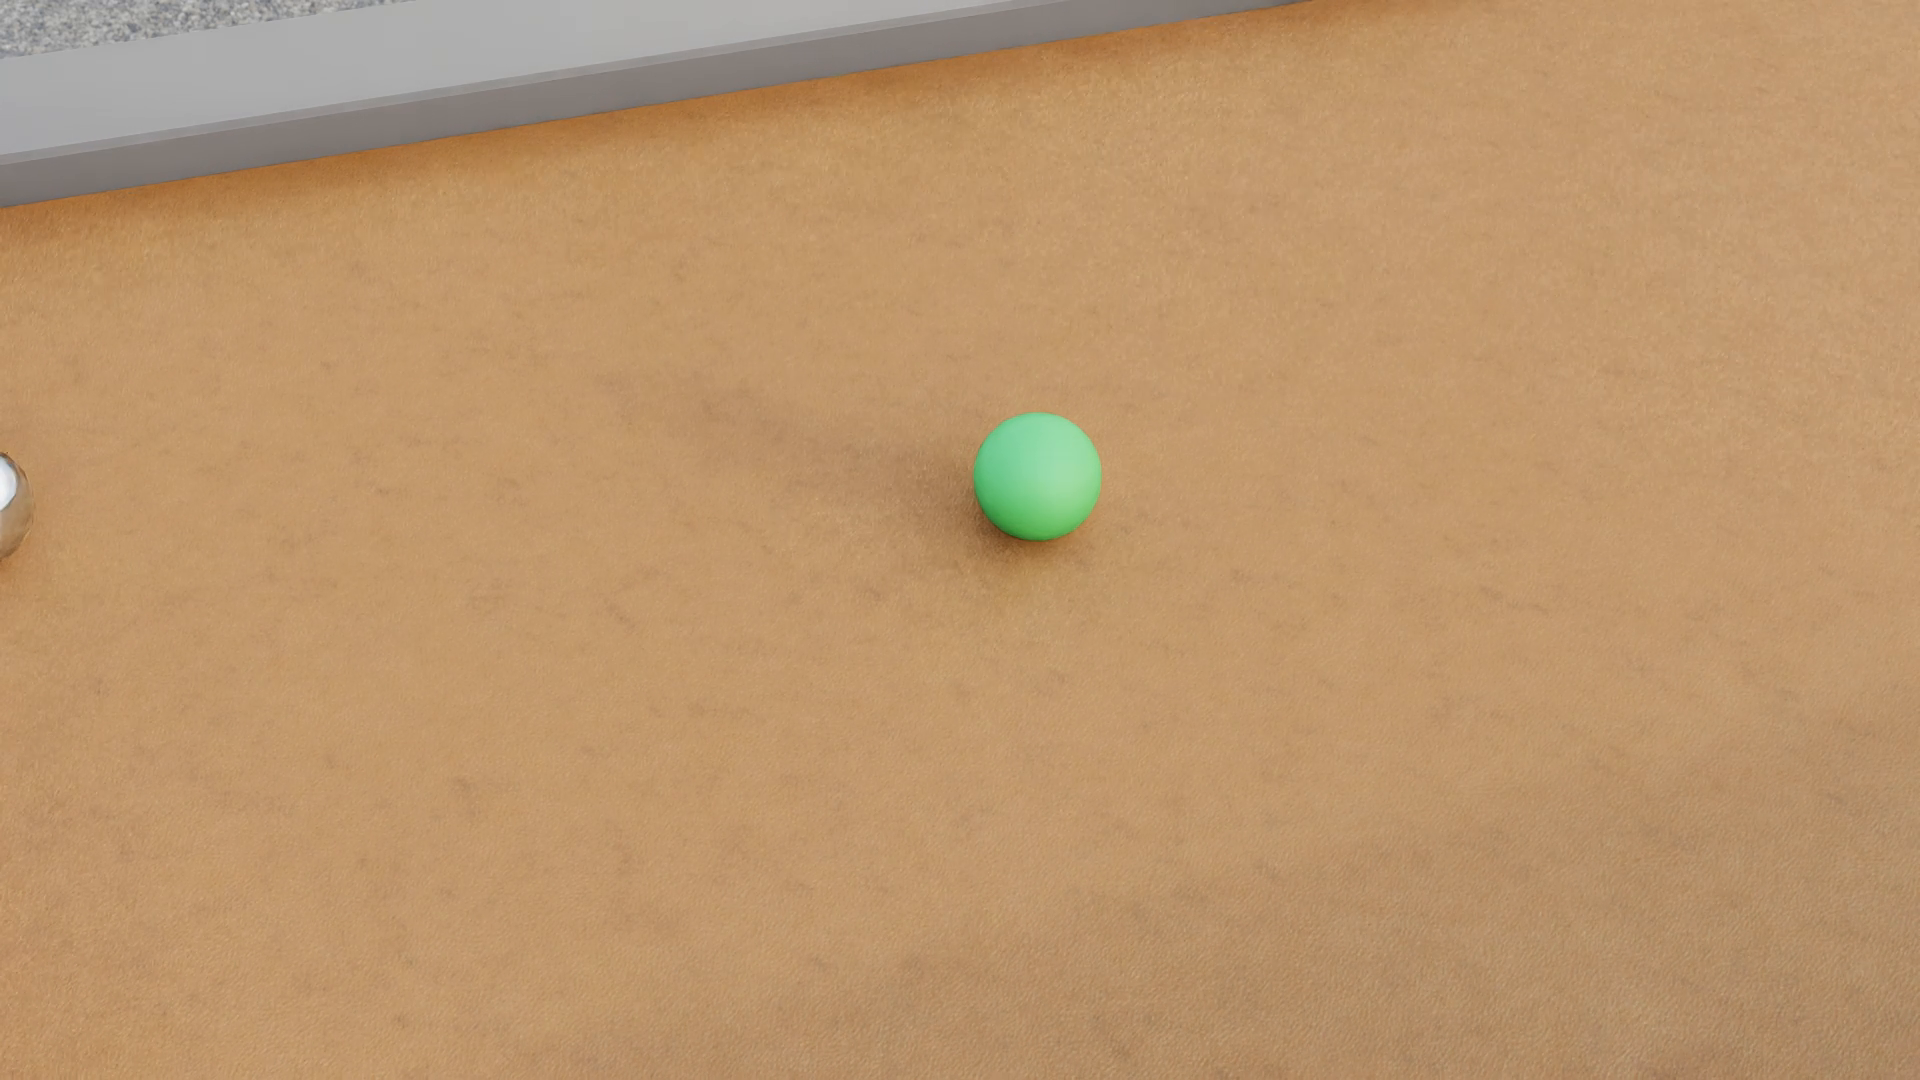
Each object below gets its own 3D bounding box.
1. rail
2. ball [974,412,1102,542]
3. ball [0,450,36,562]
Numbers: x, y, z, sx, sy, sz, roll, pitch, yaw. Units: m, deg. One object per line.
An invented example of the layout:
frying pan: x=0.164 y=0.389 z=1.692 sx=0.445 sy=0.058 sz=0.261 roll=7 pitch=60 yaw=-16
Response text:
rail: x=0.360 y=-0.531 z=2.267 sx=2.583 sy=0.118 sz=0.045 roll=-12 pitch=37 yaw=-17
ball: x=0.049 y=-0.040 z=1.608 sx=0.081 sy=0.081 sz=0.081 roll=0 pitch=35 yaw=0
ball: x=-0.612 y=-0.021 z=1.582 sx=0.079 sy=0.079 sz=0.079 roll=0 pitch=35 yaw=0
